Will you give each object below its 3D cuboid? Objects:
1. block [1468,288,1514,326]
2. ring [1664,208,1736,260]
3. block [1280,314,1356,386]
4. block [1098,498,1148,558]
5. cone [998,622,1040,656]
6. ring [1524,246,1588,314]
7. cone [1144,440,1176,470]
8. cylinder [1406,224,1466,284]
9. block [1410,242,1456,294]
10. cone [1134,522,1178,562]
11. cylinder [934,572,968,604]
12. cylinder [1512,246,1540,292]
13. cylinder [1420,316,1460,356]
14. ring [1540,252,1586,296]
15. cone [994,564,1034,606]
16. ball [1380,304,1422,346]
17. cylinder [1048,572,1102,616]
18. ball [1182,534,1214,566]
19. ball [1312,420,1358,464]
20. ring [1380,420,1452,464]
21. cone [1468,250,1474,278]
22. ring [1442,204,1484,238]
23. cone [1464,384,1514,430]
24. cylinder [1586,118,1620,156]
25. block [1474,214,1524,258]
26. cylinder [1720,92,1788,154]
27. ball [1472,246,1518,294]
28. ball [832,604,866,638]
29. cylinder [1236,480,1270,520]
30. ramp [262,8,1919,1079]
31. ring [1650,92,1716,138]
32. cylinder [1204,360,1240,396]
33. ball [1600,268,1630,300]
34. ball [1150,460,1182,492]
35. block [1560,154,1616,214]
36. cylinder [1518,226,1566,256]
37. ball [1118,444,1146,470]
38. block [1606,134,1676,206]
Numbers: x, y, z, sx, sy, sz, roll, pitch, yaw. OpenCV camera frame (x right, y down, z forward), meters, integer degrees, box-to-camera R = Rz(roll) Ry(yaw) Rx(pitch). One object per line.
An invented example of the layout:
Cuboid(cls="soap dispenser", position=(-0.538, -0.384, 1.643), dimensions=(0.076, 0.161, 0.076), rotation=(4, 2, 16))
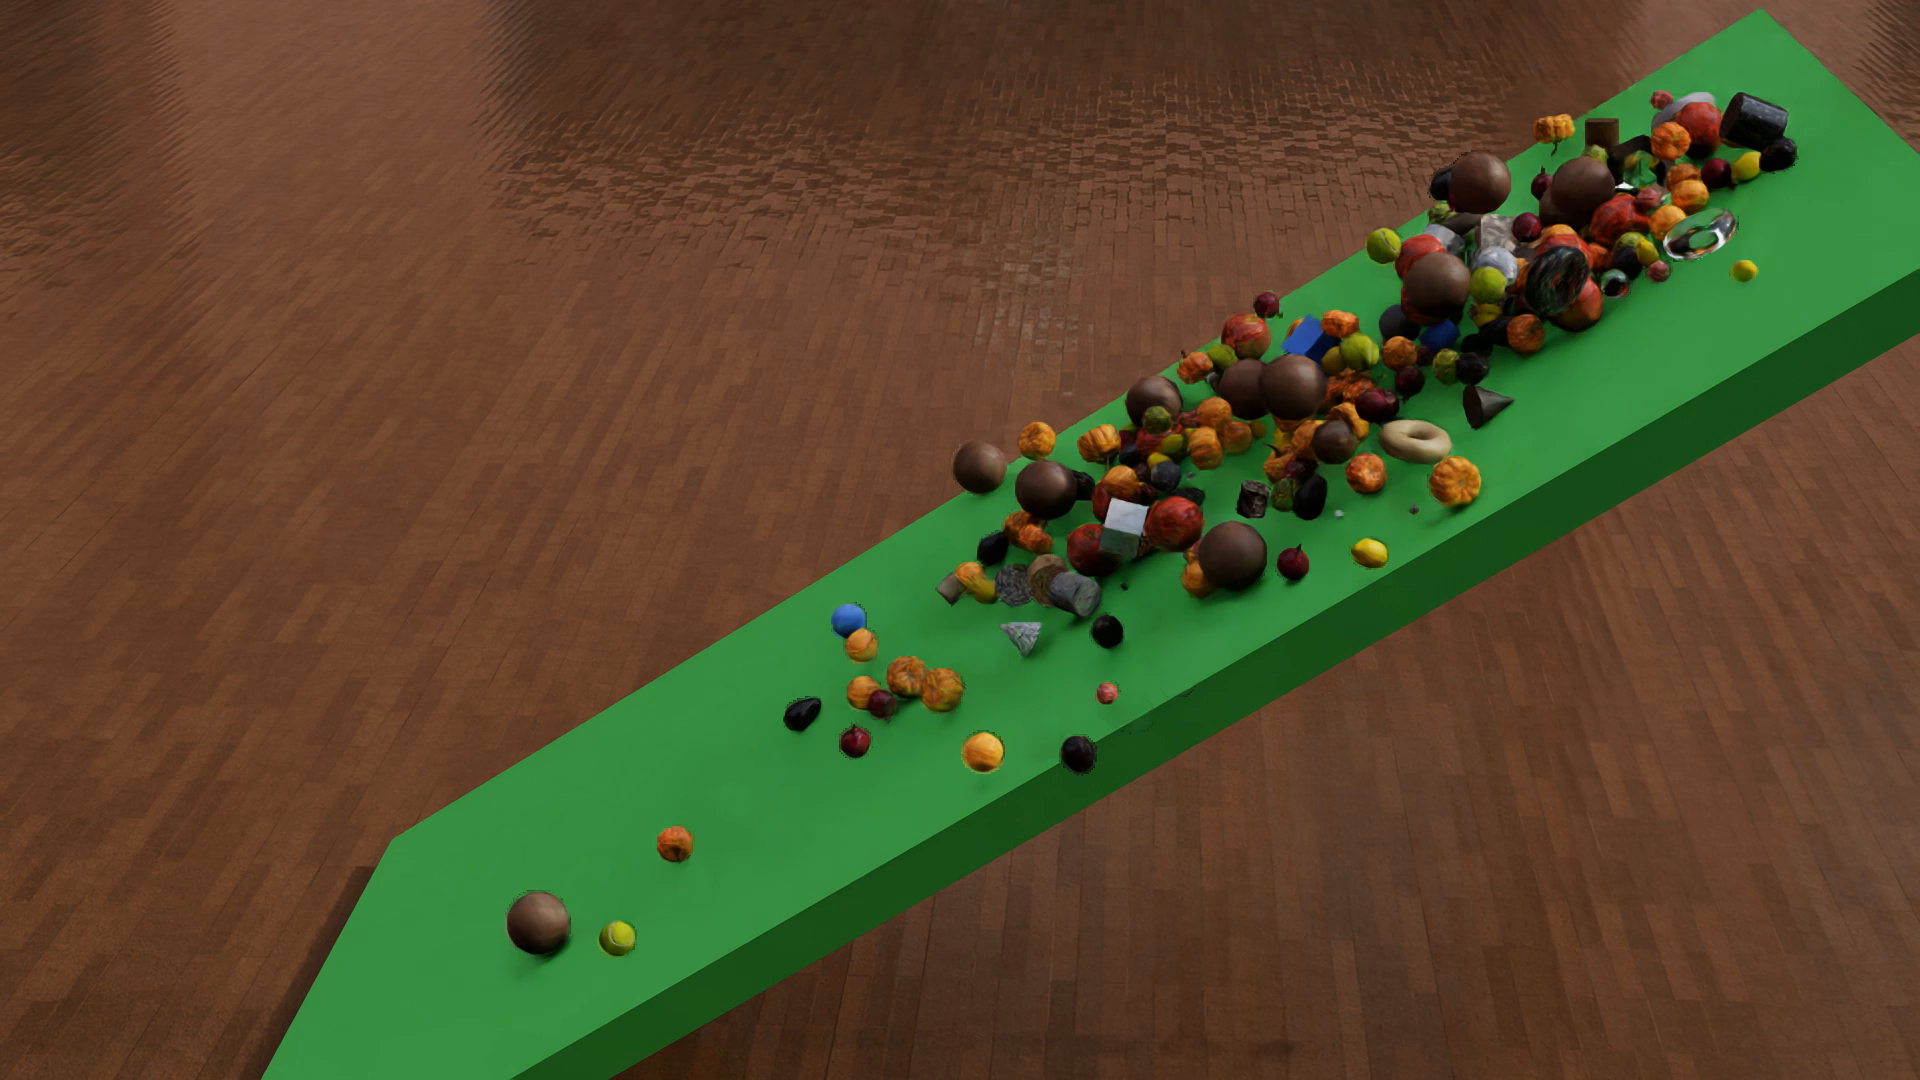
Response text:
Cuboid(cls="block", position=(1.061, -0.469, 5.875), dimensions=(0.060, 0.060, 0.060), rotation=(29, 23, 18))
Cuboid(cls="ring", position=(1.407, -0.581, 5.592), dimensions=(0.143, 0.048, 0.143), rotation=(-27, 20, 11))
Cuboid(cls="block", position=(0.748, -0.398, 6.144), dimensions=(0.091, 0.091, 0.091), rotation=(37, 5, -29))
Cuboid(cls="block", position=(0.329, -0.024, 5.917), dimensions=(0.077, 0.077, 0.077), rotation=(14, 53, 4))
Cuboid(cls="cone", position=(0.110, 0.184, 5.918), dimensions=(0.078, 0.078, 0.078), rotation=(24, 18, -11))
Cuboid(cls="ring", position=(1.104, -0.481, 5.447), dimensions=(0.139, 0.139, 0.046), rotation=(-13, 39, -31))
Cuboid(cls="cone", position=(0.446, -0.193, 6.501), dimensions=(0.069, 0.069, 0.069), rotation=(-8, 21, -2))
Cuboid(cls="cylinder", position=(0.992, -0.596, 6.134), dimensions=(0.092, 0.092, 0.092), rotation=(29, -8, 5))
Cuboid(cls="block", position=(1.003, -0.579, 6.228), dimensions=(0.080, 0.080, 0.080), rotation=(-5, 62, 21))
Cuboid(cls="cone", position=(0.398, -0.008, 6.009), dimensions=(0.099, 0.099, 0.099), rotation=(-7, 20, 3))
Cuboid(cls="cylinder", position=(-0.018, 0.104, 6.336), dimensions=(0.052, 0.052, 0.052), rotation=(-47, 29, -1))
Cuboid(cls="cylinder", position=(1.138, -0.539, 5.889), dimensions=(0.076, 0.076, 0.076), rotation=(14, -7, 33))
Cuboid(cls="cylinder", position=(0.975, -0.414, 5.976), dimensions=(0.059, 0.059, 0.059), rotation=(-47, 36, -10))
Cuboid(cls="ring", position=(1.193, -0.527, 5.824), dimensions=(0.093, 0.093, 0.031), rotation=(0, -17, 0))
Cuboid(cls="cone", position=(0.122, 0.105, 6.262), dimensions=(0.093, 0.093, 0.093), rotation=(1, -12, 4))
Cuboid(cls="ball", position=(0.908, -0.444, 6.066), dimensions=(0.086, 0.086, 0.086), rotation=(0, 21, 0))
Cuboid(cls="cylinder", position=(0.231, 0.108, 5.887), dimensions=(0.076, 0.076, 0.076), rotation=(-15, 21, -35))
Cuboid(cls="ball", position=(0.465, 0.018, 5.755), dimensions=(0.063, 0.063, 0.063), rotation=(0, 21, 0))
Cuboid(cls="ball", position=(0.710, -0.186, 5.581), dimensions=(0.086, 0.086, 0.086), rotation=(0, 21, 0))
Cuboid(cls="ring", position=(0.829, -0.179, 5.355), dimensions=(0.134, 0.045, 0.134), rotation=(6, 26, -3))
Cuboid(cls="cone", position=(1.100, -0.601, 6.302), dimensions=(0.055, 0.055, 0.055), rotation=(-32, 15, 10))
Cuboid(cls="ring", position=(1.084, -0.685, 6.375), dimensions=(0.121, 0.040, 0.121), rotation=(-37, 5, 4))
Cuboid(cls="cone", position=(0.999, -0.256, 5.499), dimensions=(0.086, 0.086, 0.086), rotation=(-10, 22, -12))
Cuboid(cls="cylinder", position=(1.391, -0.873, 6.369), dimensions=(0.073, 0.073, 0.073), rotation=(-3, 16, 1))
Cuboid(cls="block", position=(1.111, -0.614, 6.074), dimensions=(0.084, 0.084, 0.084), rotation=(6, -18, 2))
Cuboid(cls="cylinder", position=(1.570, -0.824, 5.817), dimensions=(0.097, 0.097, 0.097), rotation=(20, 20, -6))
Cuboid(cls="ball", position=(1.024, -0.517, 5.626), dimensions=(0.089, 0.089, 0.089), rotation=(0, 21, 0))
Cuboid(cls="ball", position=(-0.256, 0.185, 6.751), dimensions=(0.079, 0.079, 0.079), rotation=(0, 21, 0))
Cuboid(cls="cylinder", position=(0.551, -0.076, 5.529), dimensions=(0.054, 0.054, 0.054), rotation=(8, 26, -4))
Cuboid(cls="ramp", position=(0.139, 0.171, 6.297), dimensions=(4.000, 0.100, 2.000), rotation=(-31, 16, 14))
Cuboid(cls="ring", position=(1.531, -0.900, 6.229), dimensions=(0.146, 0.049, 0.146), rotation=(-25, -10, -5))
Cuboid(cls="cylinder", position=(0.592, -0.367, 6.657), dimensions=(0.060, 0.060, 0.060), rotation=(-37, 22, 5))
Cuboid(cls="ball", position=(1.244, -0.487, 5.587), dimensions=(0.058, 0.058, 0.058), rotation=(0, 21, 0))
Cuboid(cls="ball", position=(0.439, -0.135, 6.272), dimensions=(0.067, 0.067, 0.067), rotation=(0, 21, 0))
Cuboid(cls="block", position=(1.325, -0.745, 6.164), dimensions=(0.085, 0.085, 0.085), rotation=(35, 7, -13))
Cuboid(cls="cylinder", position=(1.193, -0.581, 5.977), dimensions=(0.083, 0.083, 0.083), rotation=(-35, 18, 13))
Cuboid(cls="ball", position=(0.381, -0.184, 6.503), dimensions=(0.060, 0.060, 0.060), rotation=(0, 21, 0))
Cuboid(cls="block", position=(1.388, -0.754, 5.996), dimensions=(0.094, 0.094, 0.094), rotation=(19, -22, -29))
